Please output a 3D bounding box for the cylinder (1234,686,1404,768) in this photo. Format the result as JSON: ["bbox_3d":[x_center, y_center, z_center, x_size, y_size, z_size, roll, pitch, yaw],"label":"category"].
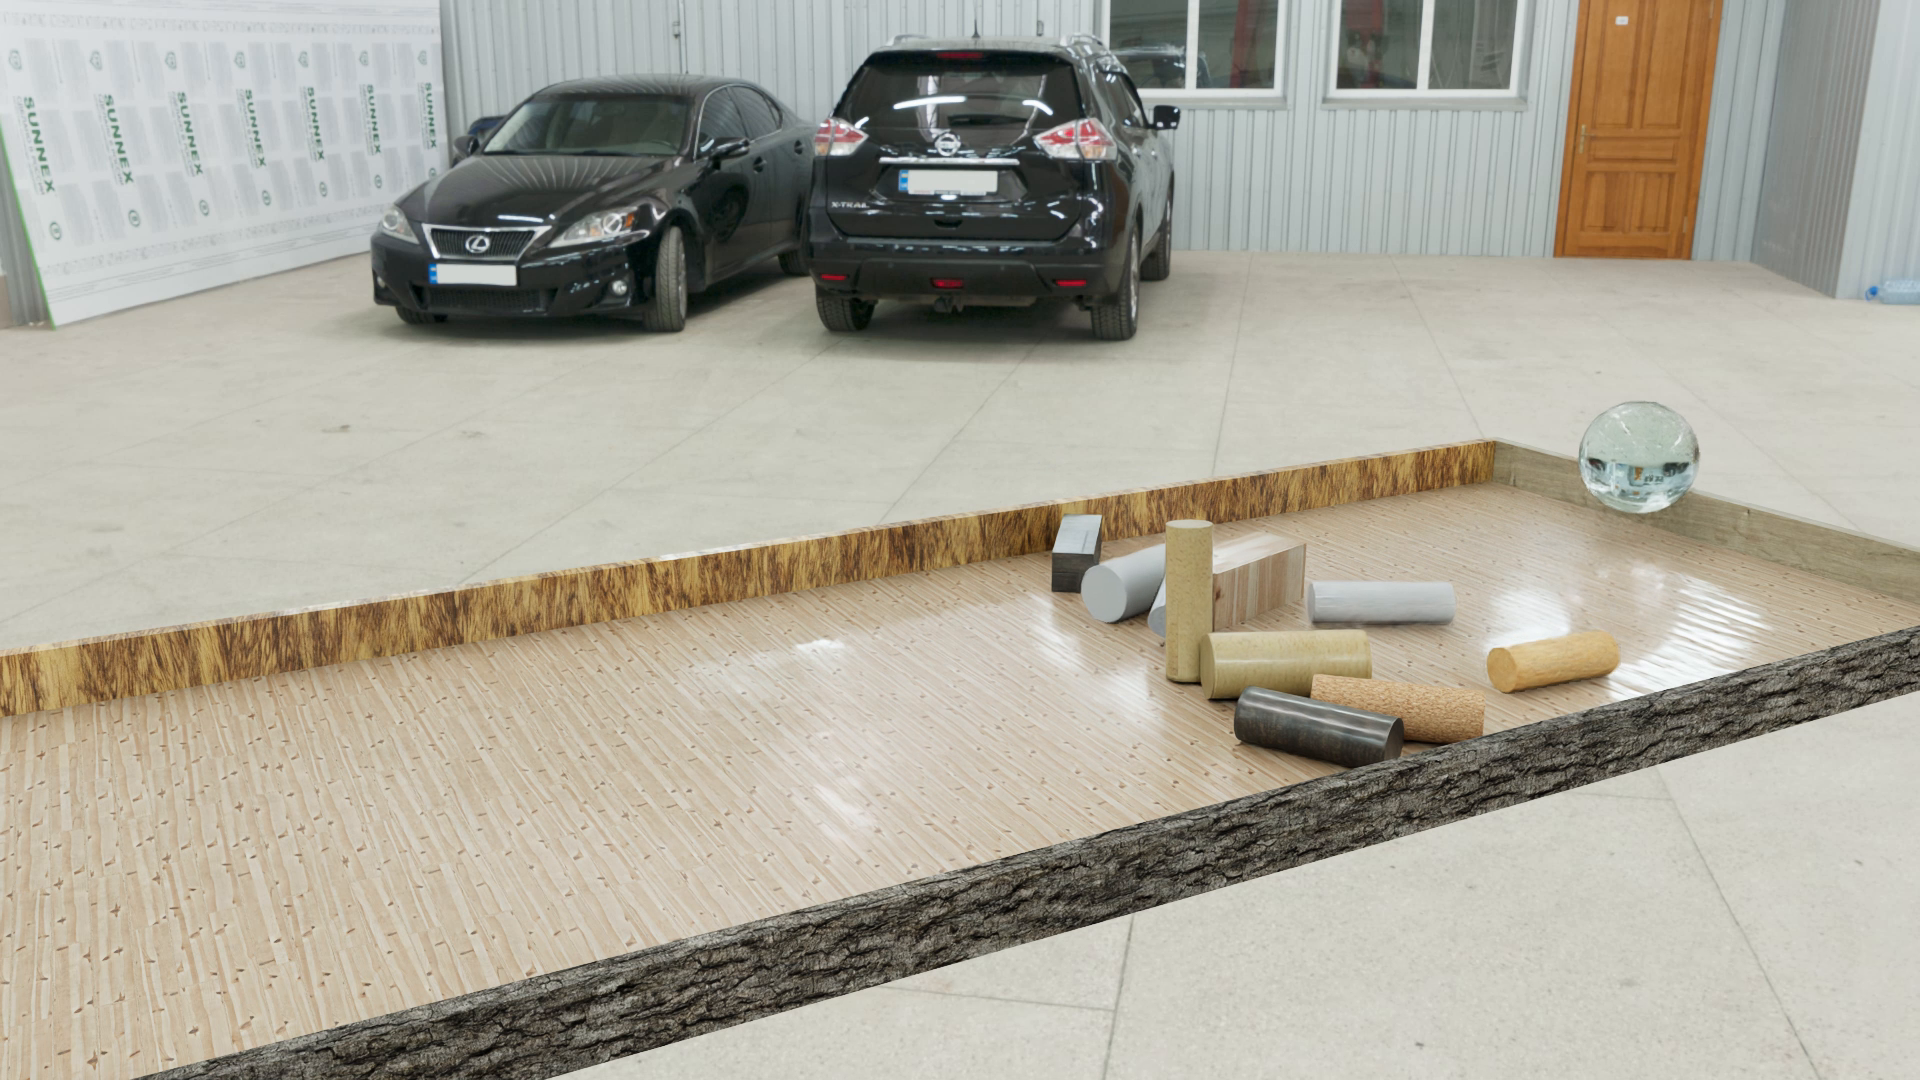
[{"bbox_3d":[0.801,0.423,3.689,0.350,0.128,0.128,10,19,32],"label":"cylinder"}]

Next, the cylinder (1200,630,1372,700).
[{"bbox_3d":[0.793,0.303,4.033,0.385,0.163,0.163,-1,16,-4],"label":"cylinder"}]

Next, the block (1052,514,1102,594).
[{"bbox_3d":[0.358,0.037,5.015,0.121,0.121,0.428,2,17,8],"label":"block"}]

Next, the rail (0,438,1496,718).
[{"bbox_3d":[-3.305,0.497,3.399,12.000,0.150,0.050,-9,18,-27],"label":"rail"}]

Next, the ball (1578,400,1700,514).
[{"bbox_3d":[2.191,-0.267,5.328,0.366,0.366,0.366,0,16,0],"label":"ball"}]

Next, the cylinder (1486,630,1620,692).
[{"bbox_3d":[1.486,0.301,4.131,0.322,0.113,0.113,-7,18,-22],"label":"cylinder"}]

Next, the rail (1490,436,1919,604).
[{"bbox_3d":[2.466,-0.048,5.253,0.050,0.150,2.100,-9,18,-27],"label":"rail"}]

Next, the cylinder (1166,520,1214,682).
[{"bbox_3d":[0.574,0.151,4.130,0.118,0.391,0.118,-1,11,0],"label":"cylinder"}]

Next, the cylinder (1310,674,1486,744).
[{"bbox_3d":[1.004,0.392,3.793,0.381,0.130,0.130,5,17,16],"label":"cylinder"}]

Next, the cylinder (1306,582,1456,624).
[{"bbox_3d":[1.161,0.175,4.558,0.381,0.114,0.114,0,16,1],"label":"cylinder"}]

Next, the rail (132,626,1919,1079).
[{"bbox_3d":[-2.336,1.006,1.665,12.000,0.150,0.050,-9,18,-27],"label":"rail"}]

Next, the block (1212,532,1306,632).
[{"bbox_3d":[0.787,0.113,4.675,0.424,0.166,0.166,-15,22,-42],"label":"block"}]

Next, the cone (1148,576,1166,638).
[{"bbox_3d":[0.607,0.082,4.472,0.167,0.167,0.353,3,51,10],"label":"cone"}]

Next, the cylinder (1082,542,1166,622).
[{"bbox_3d":[0.516,0.115,4.677,0.162,0.162,0.341,15,22,42],"label":"cylinder"}]
